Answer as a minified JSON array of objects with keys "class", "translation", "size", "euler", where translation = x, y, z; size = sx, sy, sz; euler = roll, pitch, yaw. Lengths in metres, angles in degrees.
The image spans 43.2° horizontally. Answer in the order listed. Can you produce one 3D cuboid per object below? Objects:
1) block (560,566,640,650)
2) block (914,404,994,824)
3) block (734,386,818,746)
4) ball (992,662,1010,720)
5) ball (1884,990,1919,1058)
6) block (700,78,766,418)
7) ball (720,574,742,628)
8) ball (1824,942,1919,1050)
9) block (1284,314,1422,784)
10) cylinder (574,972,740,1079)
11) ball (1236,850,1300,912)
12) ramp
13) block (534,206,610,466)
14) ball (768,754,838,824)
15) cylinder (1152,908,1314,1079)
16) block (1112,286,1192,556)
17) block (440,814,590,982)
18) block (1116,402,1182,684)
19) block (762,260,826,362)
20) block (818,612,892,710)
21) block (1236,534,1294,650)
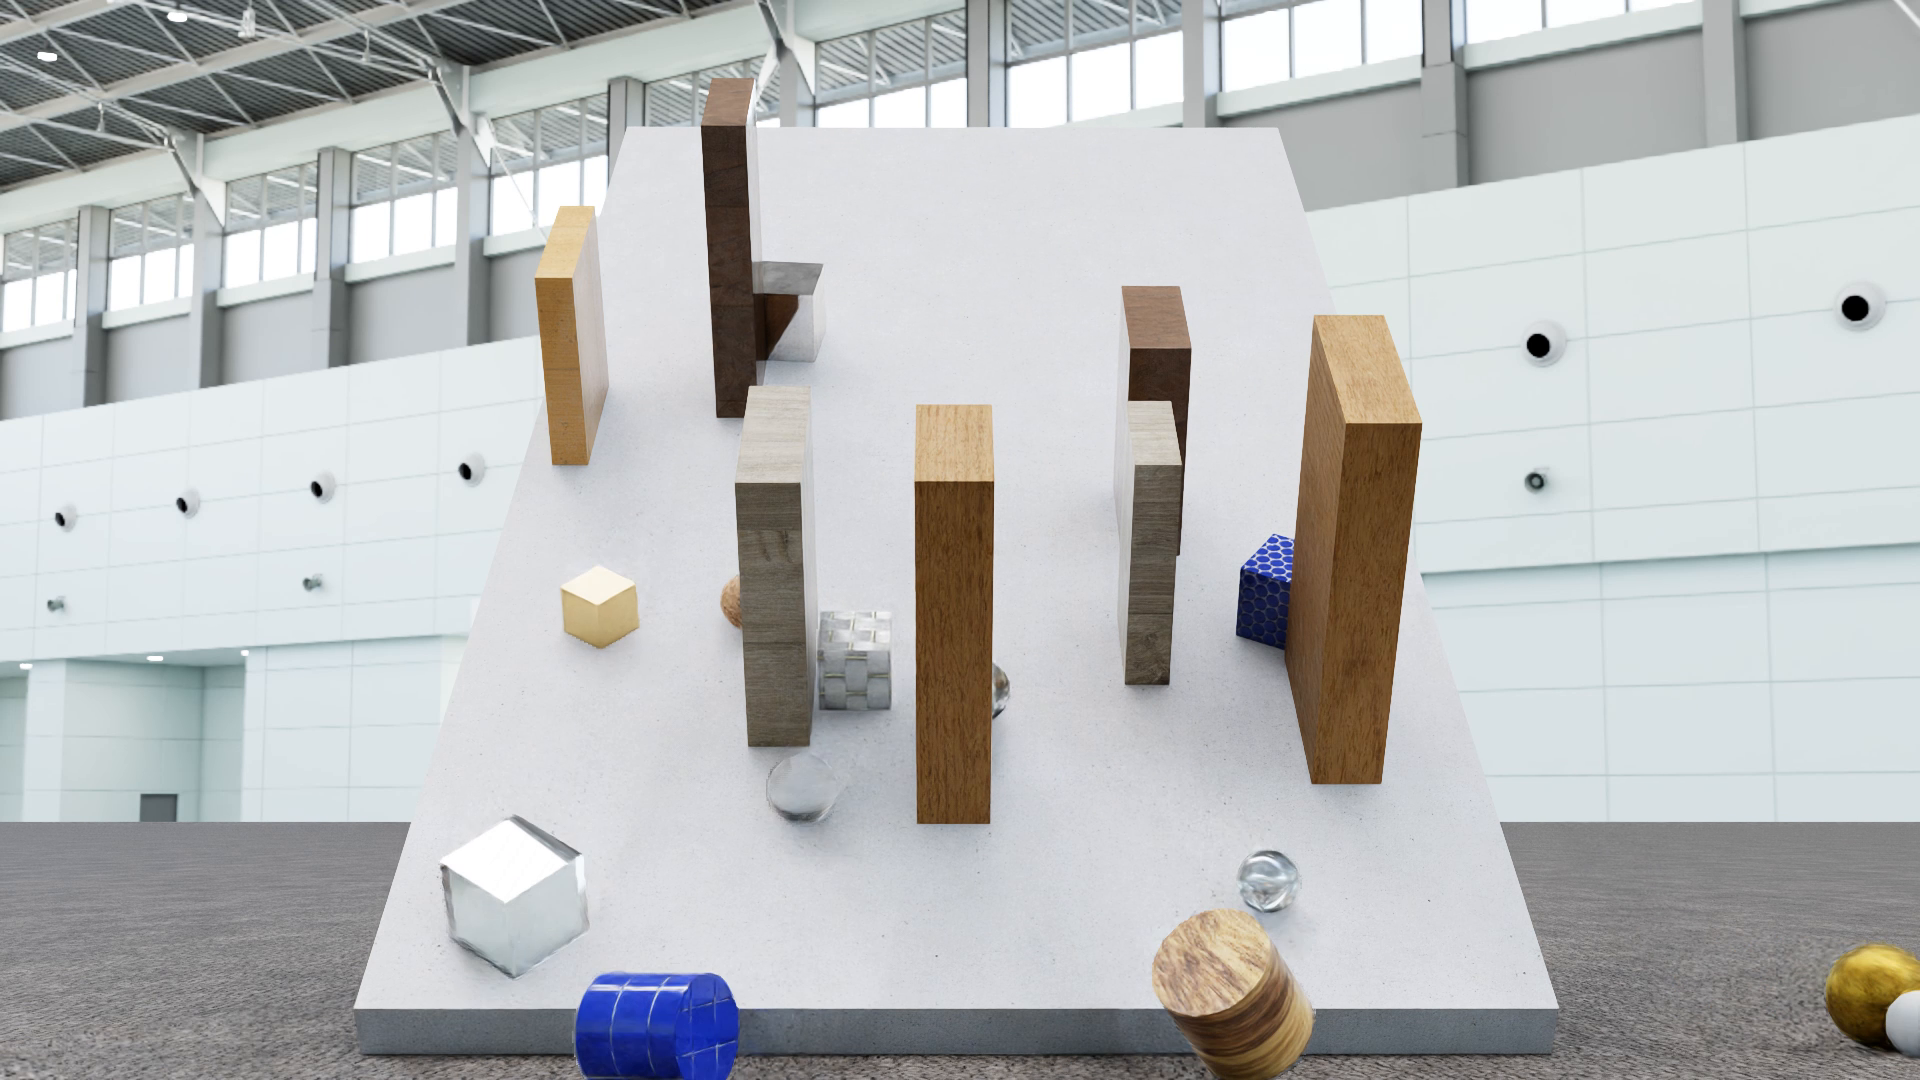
[{"class":"block","translation":[-0.740,0.139,4.988],"size":[0.109,0.109,0.109],"euler":[23,37,33]},{"class":"block","translation":[-0.011,0.140,4.392],"size":[0.135,0.722,0.279],"euler":[0,31,0]},{"class":"block","translation":[-0.348,0.050,4.677],"size":[0.119,0.582,0.380],"euler":[0,31,0]},{"class":"ball","translation":[0.035,0.293,4.718],"size":[0.125,0.125,0.125],"euler":[0,-6,0]},{"class":"ball","translation":[1.582,0.798,3.997],"size":[0.111,0.111,0.111],"euler":[0,-6,0]},{"class":"block","translation":[-0.533,-0.690,5.763],"size":[0.101,0.741,0.305],"euler":[0,31,0]},{"class":"ball","translation":[-0.436,0.126,5.004],"size":[0.117,0.117,0.117],"euler":[0,-6,0]},{"class":"ball","translation":[1.579,0.782,4.163],"size":[0.180,0.180,0.180],"euler":[0,-6,0]},{"class":"block","translation":[0.727,0.019,4.554],"size":[0.132,0.769,0.431],"euler":[0,31,0]},{"class":"cylinder","translation":[-0.437,0.711,3.510],"size":[0.170,0.170,0.170],"euler":[-5,-8,27]},{"class":"ball","translation":[0.536,0.594,4.231],"size":[0.109,0.109,0.109],"euler":[0,-6,0]},{"class":"ramp","translation":[-0.014,-0.203,5.771],"size":[2.000,0.100,4.000],"euler":[0,31,0]},{"class":"block","translation":[-0.902,-0.481,5.671],"size":[0.083,0.475,0.407],"euler":[0,31,0]},{"class":"ball","translation":[-0.287,0.456,4.439],"size":[0.129,0.129,0.129],"euler":[0,-6,0]},{"class":"cylinder","translation":[0.407,0.679,3.613],"size":[0.186,0.186,0.186],"euler":[-4,-44,32]},{"class":"block","translation":[0.414,-0.259,5.280],"size":[0.128,0.502,0.307],"euler":[0,31,0]},{"class":"block","translation":[-0.758,0.608,4.141],"size":[0.169,0.169,0.169],"euler":[24,38,34]},{"class":"block","translation":[0.374,0.007,4.832],"size":[0.089,0.502,0.261],"euler":[0,31,0]},{"class":"block","translation":[-0.446,-0.576,6.115],"size":[0.187,0.187,0.187],"euler":[3,31,5]},{"class":"block","translation":[-0.206,0.238,4.792],"size":[0.142,0.142,0.142],"euler":[0,31,0]},{"class":"block","translation":[0.679,0.113,4.989],"size":[0.162,0.162,0.162],"euler":[17,35,26]}]
